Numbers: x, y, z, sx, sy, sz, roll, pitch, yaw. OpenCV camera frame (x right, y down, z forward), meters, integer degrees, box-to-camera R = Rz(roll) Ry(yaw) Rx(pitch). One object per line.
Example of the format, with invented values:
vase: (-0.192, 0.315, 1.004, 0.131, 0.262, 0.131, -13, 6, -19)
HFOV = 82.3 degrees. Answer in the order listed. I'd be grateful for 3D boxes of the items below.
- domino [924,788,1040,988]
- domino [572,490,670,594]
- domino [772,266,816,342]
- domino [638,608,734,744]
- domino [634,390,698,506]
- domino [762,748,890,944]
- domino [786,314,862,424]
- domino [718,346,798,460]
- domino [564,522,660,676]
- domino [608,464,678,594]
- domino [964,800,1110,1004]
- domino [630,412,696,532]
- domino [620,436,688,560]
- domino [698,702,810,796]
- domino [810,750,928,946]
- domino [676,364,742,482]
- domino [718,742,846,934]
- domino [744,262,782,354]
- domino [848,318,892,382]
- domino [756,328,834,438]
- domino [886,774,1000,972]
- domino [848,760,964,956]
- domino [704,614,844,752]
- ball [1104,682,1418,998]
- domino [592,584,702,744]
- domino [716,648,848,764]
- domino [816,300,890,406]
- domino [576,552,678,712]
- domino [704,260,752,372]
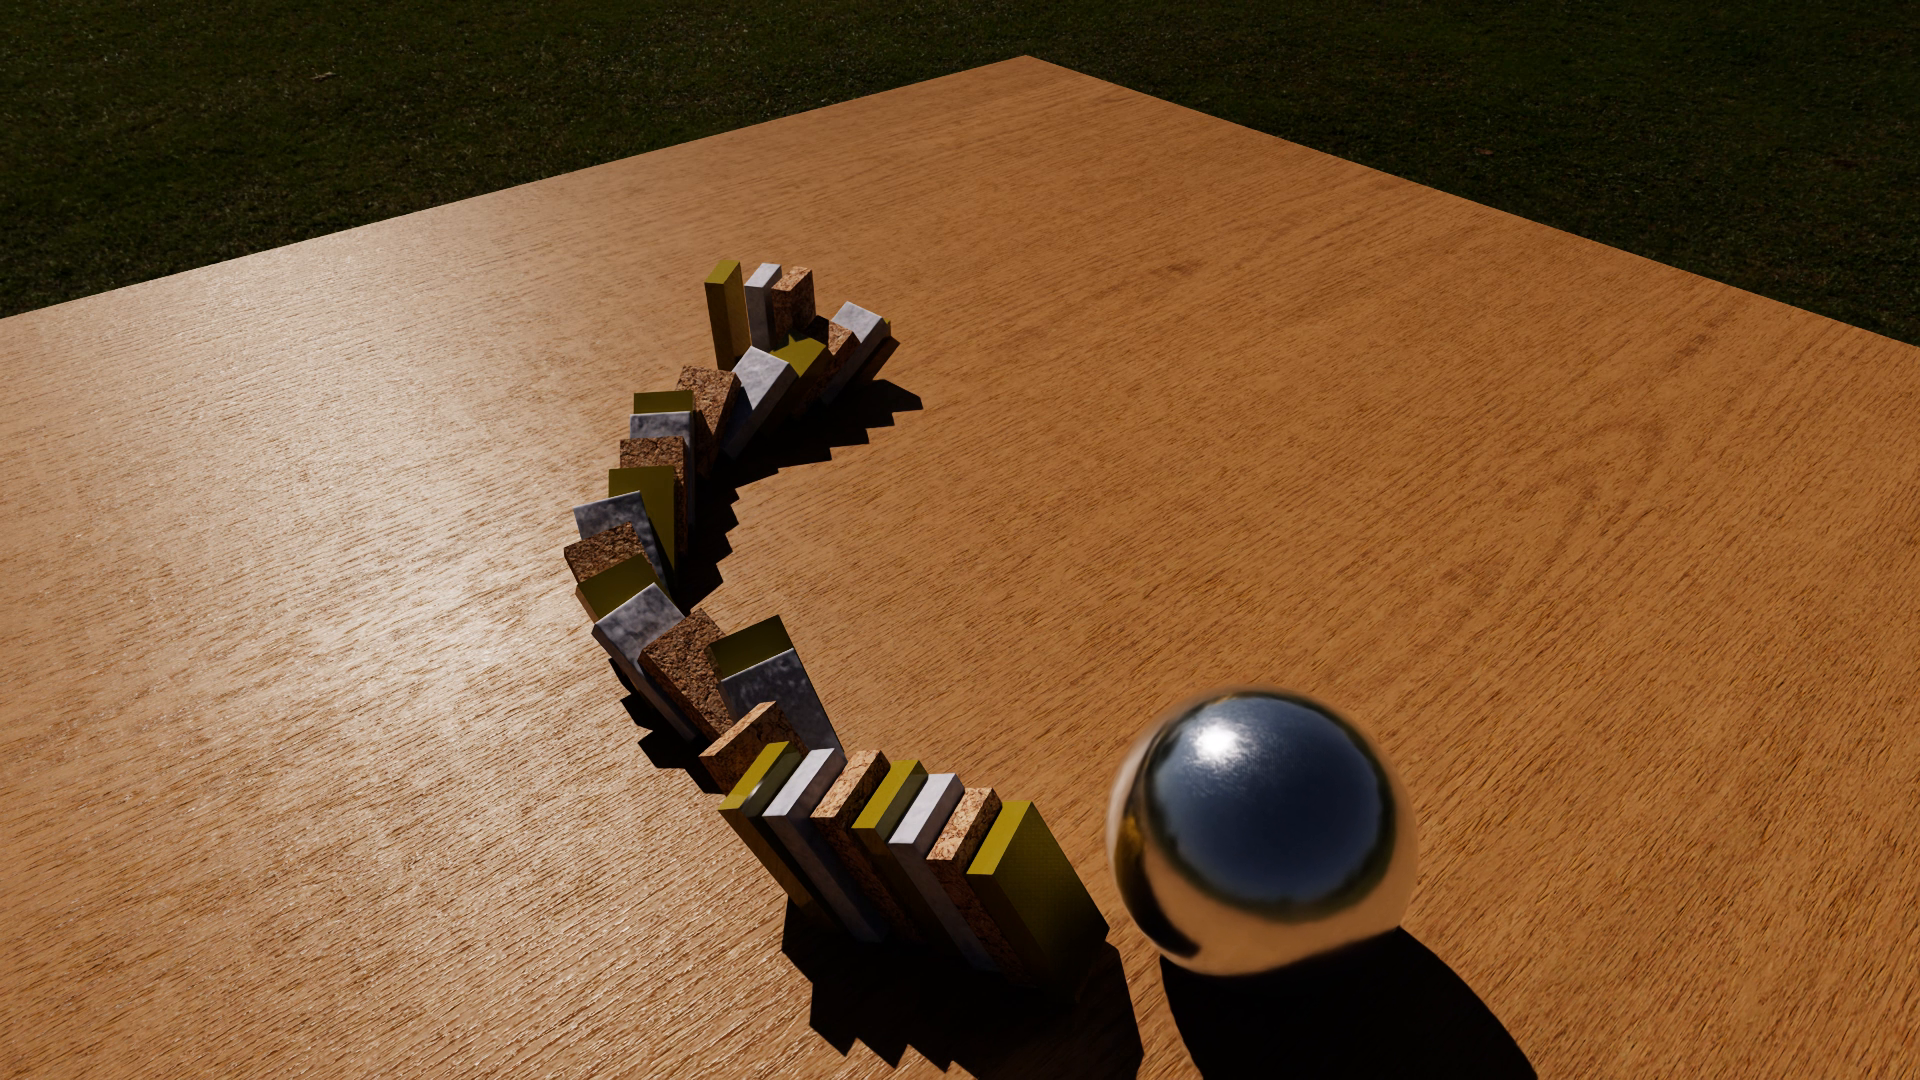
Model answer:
domino: (0.011, 0.094, 0.298, 0.010, 0.050, 0.025, -12, 28, 38)
domino: (-0.125, 0.009, 0.411, 0.025, 0.010, 0.050, -16, 76, -17)
domino: (-0.080, -0.105, 0.540, 0.010, 0.050, 0.025, 12, 41, 15)
domino: (-0.080, 0.049, 0.364, 0.050, 0.010, 0.025, 47, 52, 4)
domino: (-0.126, -0.039, 0.471, 0.025, 0.010, 0.050, -4, 72, -4)
domino: (-0.032, 0.086, 0.309, 0.009, 0.050, 0.025, -13, 27, 39)
domino: (-0.073, -0.082, 0.525, 0.025, 0.009, 0.050, 30, 77, 31)
domino: (-0.099, -0.063, 0.502, 0.025, 0.009, 0.050, 27, 75, 29)
domino: (-0.120, 0.021, 0.397, 0.025, 0.009, 0.050, -25, 79, -25)
domino: (-0.123, -0.004, 0.429, 0.025, 0.010, 0.050, -4, 70, -5)
domino: (0.022, 0.097, 0.295, 0.010, 0.050, 0.025, -12, 28, 38)
domino: (-0.124, -0.028, 0.458, 0.025, 0.009, 0.050, -4, 72, -5)
domino: (-0.123, -0.016, 0.444, 0.025, 0.010, 0.050, -4, 72, -5)
domino: (-0.052, 0.075, 0.323, 0.010, 0.050, 0.025, -16, 20, 48)
domino: (-0.019, 0.086, 0.308, 0.009, 0.050, 0.025, -12, 28, 38)
domino: (-0.117, -0.052, 0.489, 0.025, 0.010, 0.050, 10, 70, 12)
domino: (-0.044, 0.084, 0.311, 0.010, 0.050, 0.025, -15, 27, 39)
domino: (-0.095, -0.108, 0.543, 0.010, 0.050, 0.025, 8, 40, 10)
domino: (-0.056, -0.100, 0.565, 0.025, 0.009, 0.050, 12, 41, 14)
domino: (-0.084, -0.073, 0.514, 0.025, 0.009, 0.050, 30, 78, 31)
domino: (0.001, 0.091, 0.302, 0.010, 0.050, 0.025, -12, 28, 38)
domino: (-0.009, 0.088, 0.305, 0.009, 0.050, 0.025, -12, 28, 38)
domino: (-0.060, 0.052, 0.356, 0.025, 0.009, 0.050, -23, 83, -29)
ball: (0.079, 0.078, 0.292, 0.080, 0.080, 0.080, 0, 39, 0)
domino: (-0.098, 0.041, 0.372, 0.050, 0.010, 0.025, 48, 54, 3)
domino: (-0.054, 0.062, 0.344, 0.025, 0.009, 0.050, -24, 83, -27)
domino: (-0.060, -0.091, 0.536, 0.025, 0.010, 0.050, 30, 78, 31)
domino: (-0.110, 0.032, 0.384, 0.025, 0.010, 0.050, -31, 81, -31)
domino: (-0.115, -0.110, 0.546, 0.010, 0.050, 0.025, 6, 40, 7)
